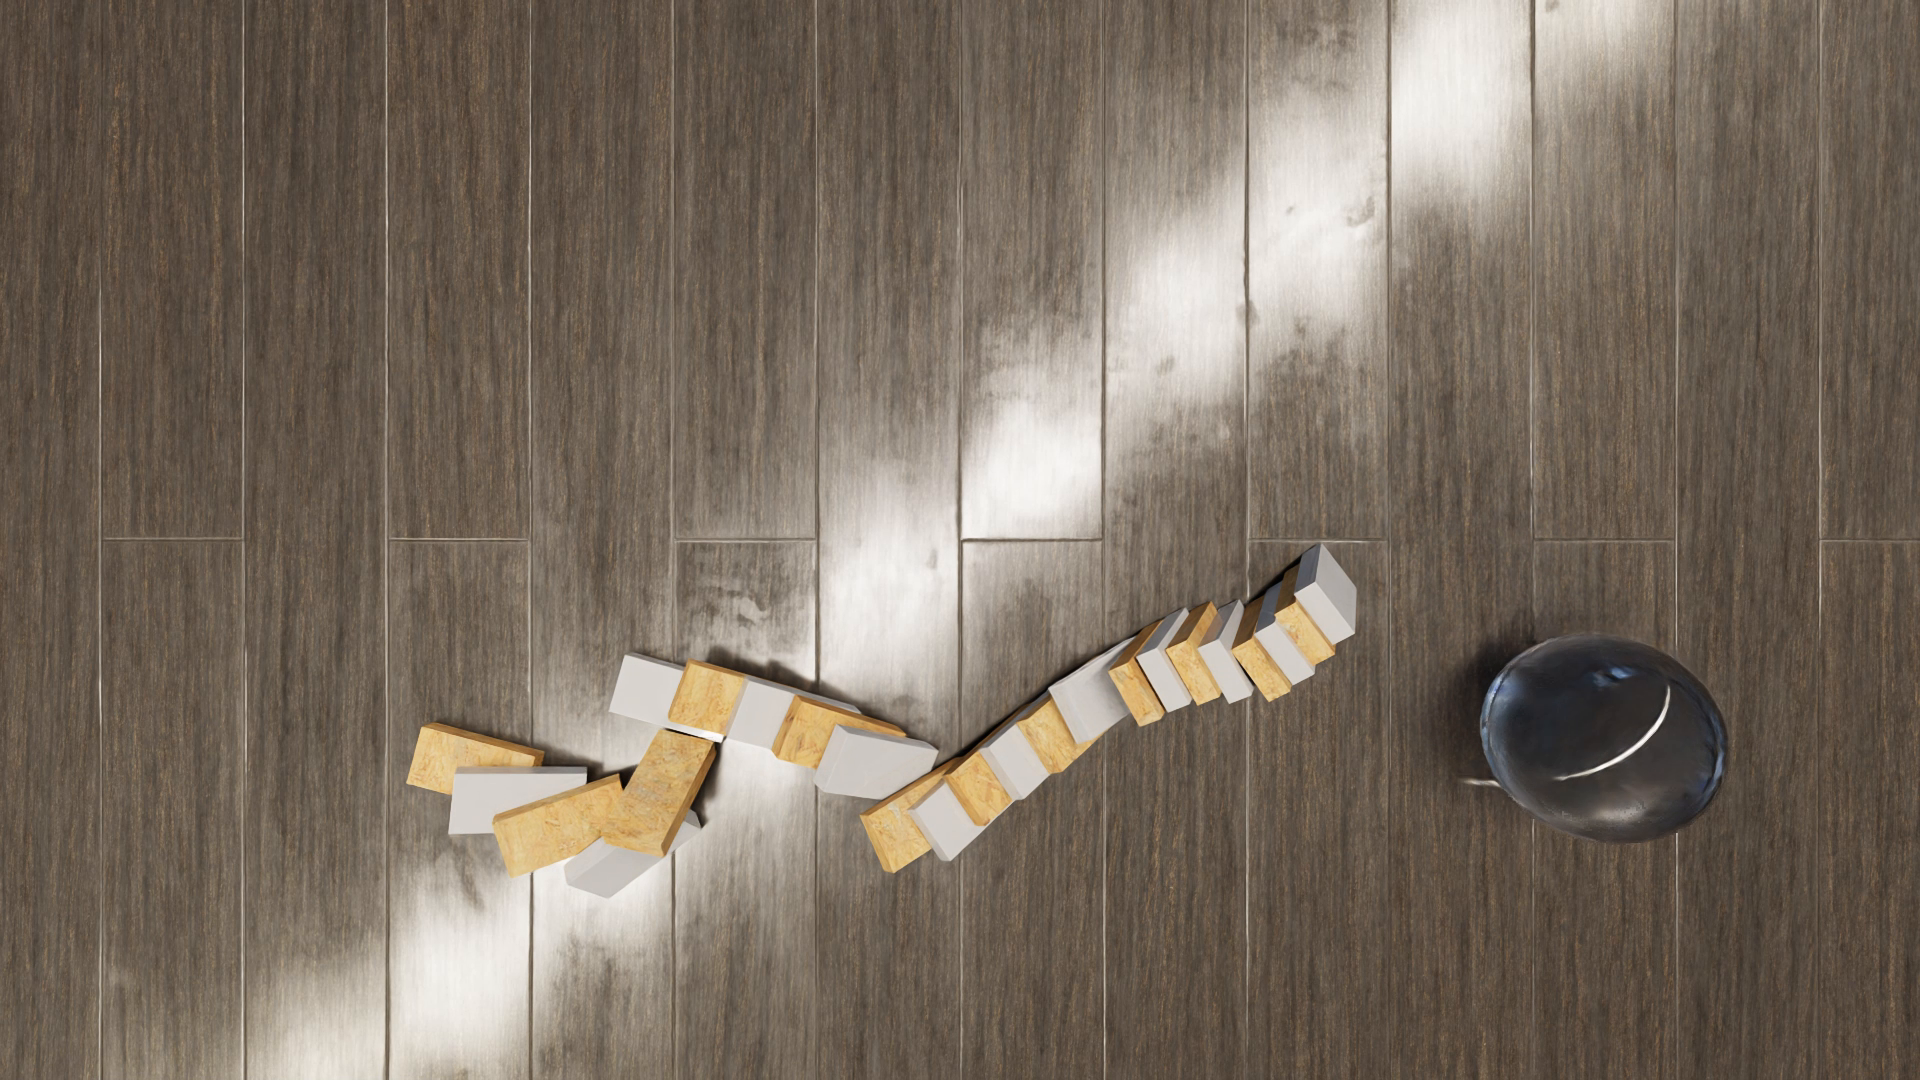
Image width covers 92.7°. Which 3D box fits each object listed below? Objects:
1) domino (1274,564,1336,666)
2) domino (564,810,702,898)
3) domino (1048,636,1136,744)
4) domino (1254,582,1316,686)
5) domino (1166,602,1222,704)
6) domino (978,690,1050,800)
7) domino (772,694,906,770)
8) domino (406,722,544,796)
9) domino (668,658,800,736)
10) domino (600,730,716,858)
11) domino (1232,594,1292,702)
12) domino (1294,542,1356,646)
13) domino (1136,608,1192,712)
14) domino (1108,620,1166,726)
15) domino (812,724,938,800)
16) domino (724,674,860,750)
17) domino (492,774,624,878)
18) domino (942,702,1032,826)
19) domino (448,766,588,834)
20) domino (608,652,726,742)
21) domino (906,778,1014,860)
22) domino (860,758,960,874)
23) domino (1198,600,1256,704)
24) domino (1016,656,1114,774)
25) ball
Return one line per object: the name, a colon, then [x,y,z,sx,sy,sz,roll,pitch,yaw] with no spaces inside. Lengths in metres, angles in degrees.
domino: [0.143,0.029,0.376,0.009,0.050,0.025,-38,90,30]
domino: [-0.138,0.130,0.388,0.050,0.025,0.009,-37,49,0]
domino: [0.062,0.061,0.380,0.050,0.010,0.025,-23,84,-38]
domino: [0.135,0.037,0.376,0.010,0.050,0.025,-38,90,30]
domino: [0.100,0.045,0.376,0.009,0.050,0.025,-30,90,29]
domino: [0.034,0.083,0.383,0.050,0.010,0.025,-34,90,-32]
domino: [-0.050,0.085,0.384,0.050,0.009,0.025,24,89,-28]
domino: [-0.209,0.098,0.395,0.050,0.009,0.025,15,90,0]
domino: [-0.094,0.069,0.386,0.050,0.010,0.025,21,90,-22]
domino: [-0.123,0.103,0.377,0.025,0.050,0.009,11,132,7]
domino: [0.126,0.043,0.376,0.009,0.050,0.025,-37,90,30]
domino: [0.151,0.021,0.376,0.009,0.050,0.025,-38,90,30]
domino: [0.089,0.048,0.376,0.010,0.050,0.025,-30,90,30]
domino: [0.079,0.053,0.376,0.010,0.050,0.025,-30,90,32]
domino: [-0.034,0.094,0.380,0.050,0.010,0.025,22,90,-41]
domino: [-0.070,0.076,0.386,0.050,0.009,0.025,21,90,-23]
domino: [-0.165,0.119,0.384,0.050,0.009,0.025,-16,101,-19]
domino: [0.019,0.093,0.383,0.050,0.010,0.025,-35,90,-30]
domino: [-0.185,0.109,0.386,0.050,0.009,0.025,6,93,-22]
domino: [-0.122,0.068,0.395,0.050,0.010,0.025,16,90,0]
domino: [0.005,0.107,0.383,0.050,0.009,0.025,-35,91,-30]
domino: [-0.014,0.114,0.383,0.050,0.009,0.025,-24,90,-31]
domino: [0.113,0.045,0.376,0.009,0.050,0.025,-30,90,29]
domino: [0.049,0.072,0.383,0.050,0.010,0.025,-33,90,-32]
ball: [0.250,0.077,0.360,0.080,0.080,0.080,0,90,0]
